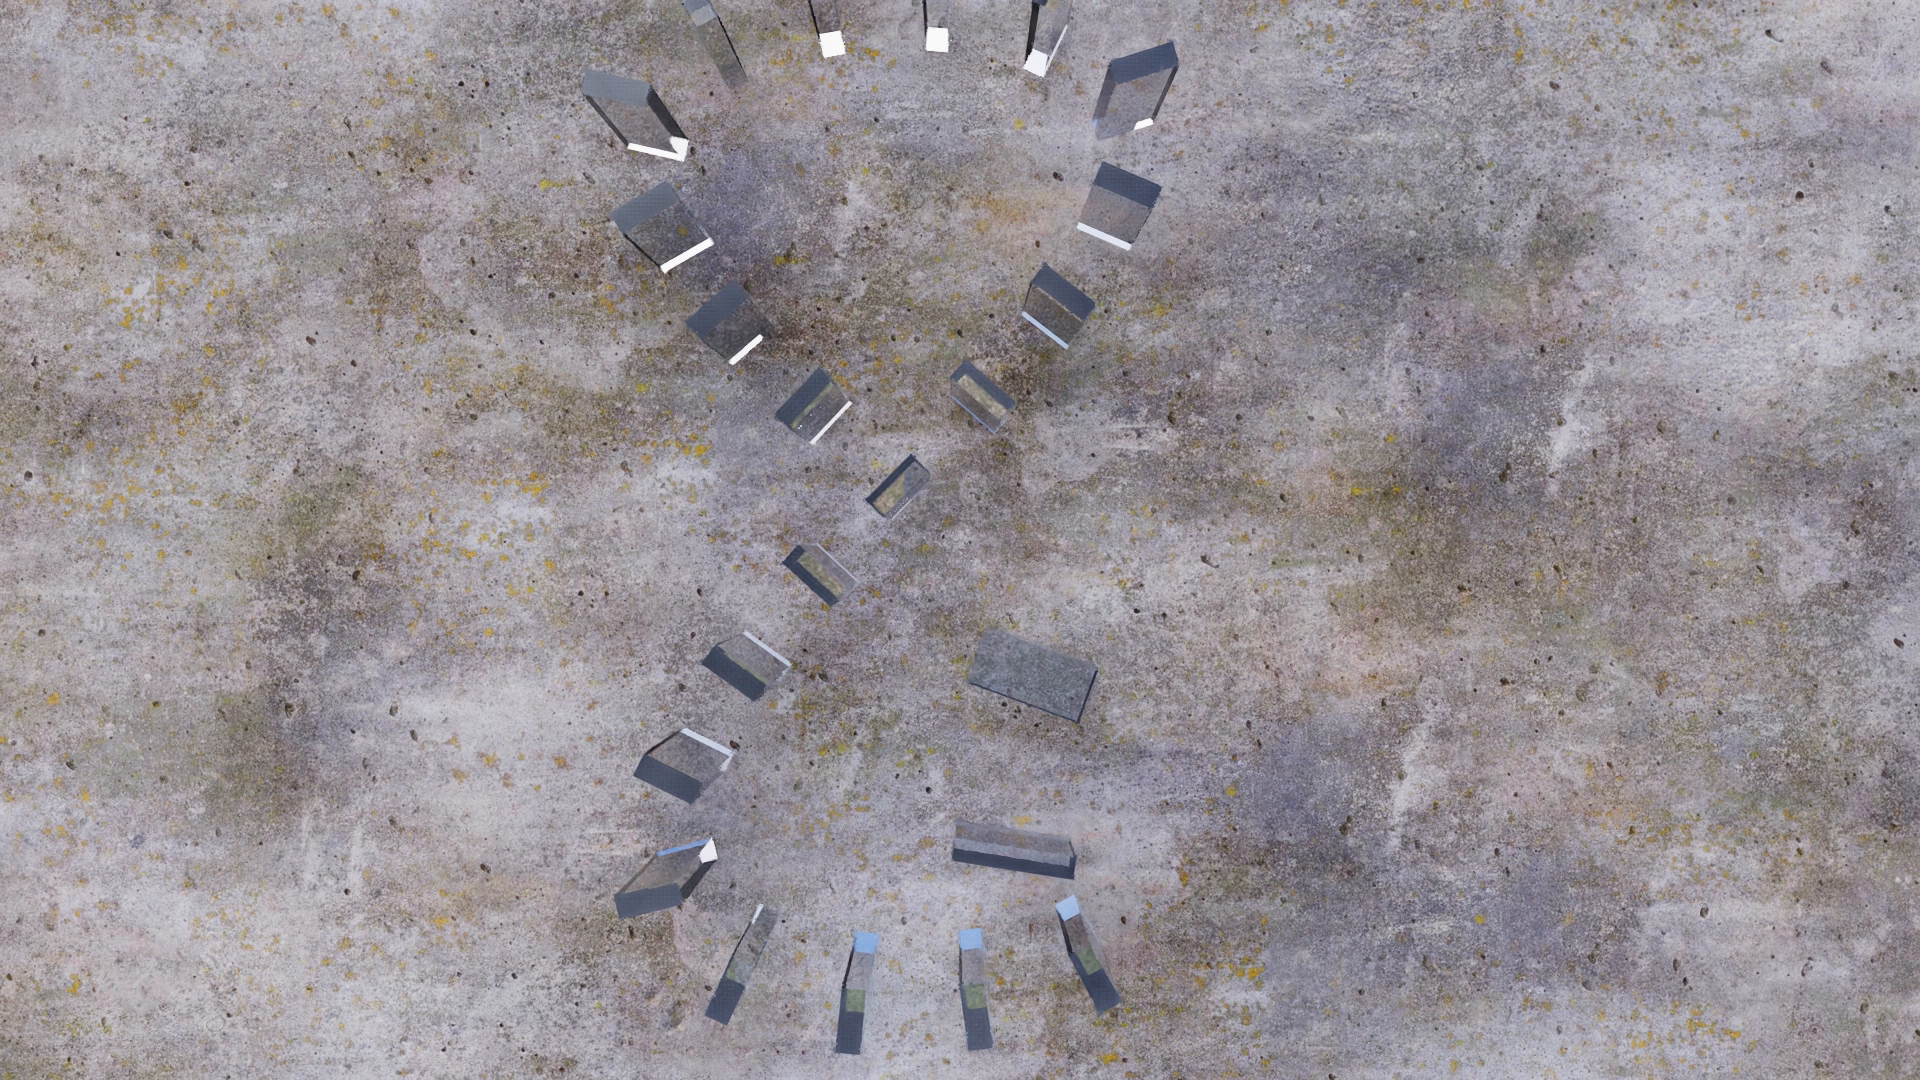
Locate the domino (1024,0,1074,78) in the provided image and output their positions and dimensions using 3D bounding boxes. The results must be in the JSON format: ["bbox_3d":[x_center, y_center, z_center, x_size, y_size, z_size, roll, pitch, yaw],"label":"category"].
[{"bbox_3d":[0.037,-0.215,0.375,0.010,0.050,0.025,26,90,0],"label":"domino"}]

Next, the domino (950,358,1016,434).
[{"bbox_3d":[0.009,-0.058,0.375,0.025,0.050,0.010,41,90,0],"label":"domino"}]

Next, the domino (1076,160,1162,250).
[{"bbox_3d":[0.064,-0.136,0.375,0.025,0.050,0.009,23,90,0],"label":"domino"}]

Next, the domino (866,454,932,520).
[{"bbox_3d":[-0.024,-0.021,0.375,0.009,0.050,0.025,45,90,0],"label":"domino"}]

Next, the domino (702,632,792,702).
[{"bbox_3d":[-0.086,0.051,0.375,0.025,0.050,0.010,36,90,0],"label":"domino"}]

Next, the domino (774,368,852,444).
[{"bbox_3d":[-0.059,-0.054,0.375,0.010,0.050,0.025,44,90,0],"label":"domino"}]

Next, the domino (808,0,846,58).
[{"bbox_3d":[-0.057,-0.224,0.375,0.009,0.050,0.025,-10,90,0],"label":"domino"}]

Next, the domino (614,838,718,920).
[{"bbox_3d":[-0.119,0.138,0.375,0.025,0.050,0.009,-15,90,0],"label":"domino"}]

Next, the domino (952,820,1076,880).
[{"bbox_3d":[0.022,0.131,0.388,0.050,0.025,0.010,9,90,0],"label":"domino"}]

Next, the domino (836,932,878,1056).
[{"bbox_3d":[-0.042,0.184,0.375,0.010,0.050,0.025,6,90,0],"label":"domino"}]

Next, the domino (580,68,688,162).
[{"bbox_3d":[-0.132,-0.173,0.375,0.025,0.050,0.010,13,90,0],"label":"domino"}]

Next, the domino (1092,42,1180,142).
[{"bbox_3d":[0.071,-0.182,0.375,0.025,0.050,0.009,-18,90,0],"label":"domino"}]

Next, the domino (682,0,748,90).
[{"bbox_3d":[-0.102,-0.209,0.375,0.009,0.050,0.025,-29,90,0],"label":"domino"}]

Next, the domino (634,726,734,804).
[{"bbox_3d":[-0.112,0.091,0.375,0.025,0.050,0.010,26,90,0],"label":"domino"}]

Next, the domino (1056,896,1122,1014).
[{"bbox_3d":[0.052,0.168,0.375,0.010,0.050,0.025,-28,90,0],"label":"domino"}]

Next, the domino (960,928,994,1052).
[{"bbox_3d":[0.006,0.182,0.375,0.009,0.050,0.025,-8,90,0],"label":"domino"}]

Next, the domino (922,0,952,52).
[{"bbox_3d":[-0.009,-0.226,0.375,0.010,0.050,0.025,4,90,0],"label":"domino"}]

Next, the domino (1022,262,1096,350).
[{"bbox_3d":[0.040,-0.095,0.375,0.025,0.050,0.009,38,90,0],"label":"domino"}]

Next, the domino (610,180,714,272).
[{"bbox_3d":[-0.121,-0.127,0.375,0.025,0.050,0.009,-30,90,0],"label":"domino"}]

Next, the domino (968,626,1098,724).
[{"bbox_3d":[0.031,0.058,0.395,0.050,0.009,0.025,20,90,0],"label":"domino"}]

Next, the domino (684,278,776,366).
[{"bbox_3d":[-0.093,-0.088,0.375,0.025,0.050,0.009,-41,90,0],"label":"domino"}]

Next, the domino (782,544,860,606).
[{"bbox_3d":[-0.056,0.014,0.375,0.025,0.050,0.010,42,90,0],"label":"domino"}]

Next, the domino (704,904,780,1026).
[{"bbox_3d":[-0.088,0.172,0.375,0.010,0.050,0.025,24,90,0],"label":"domino"}]
